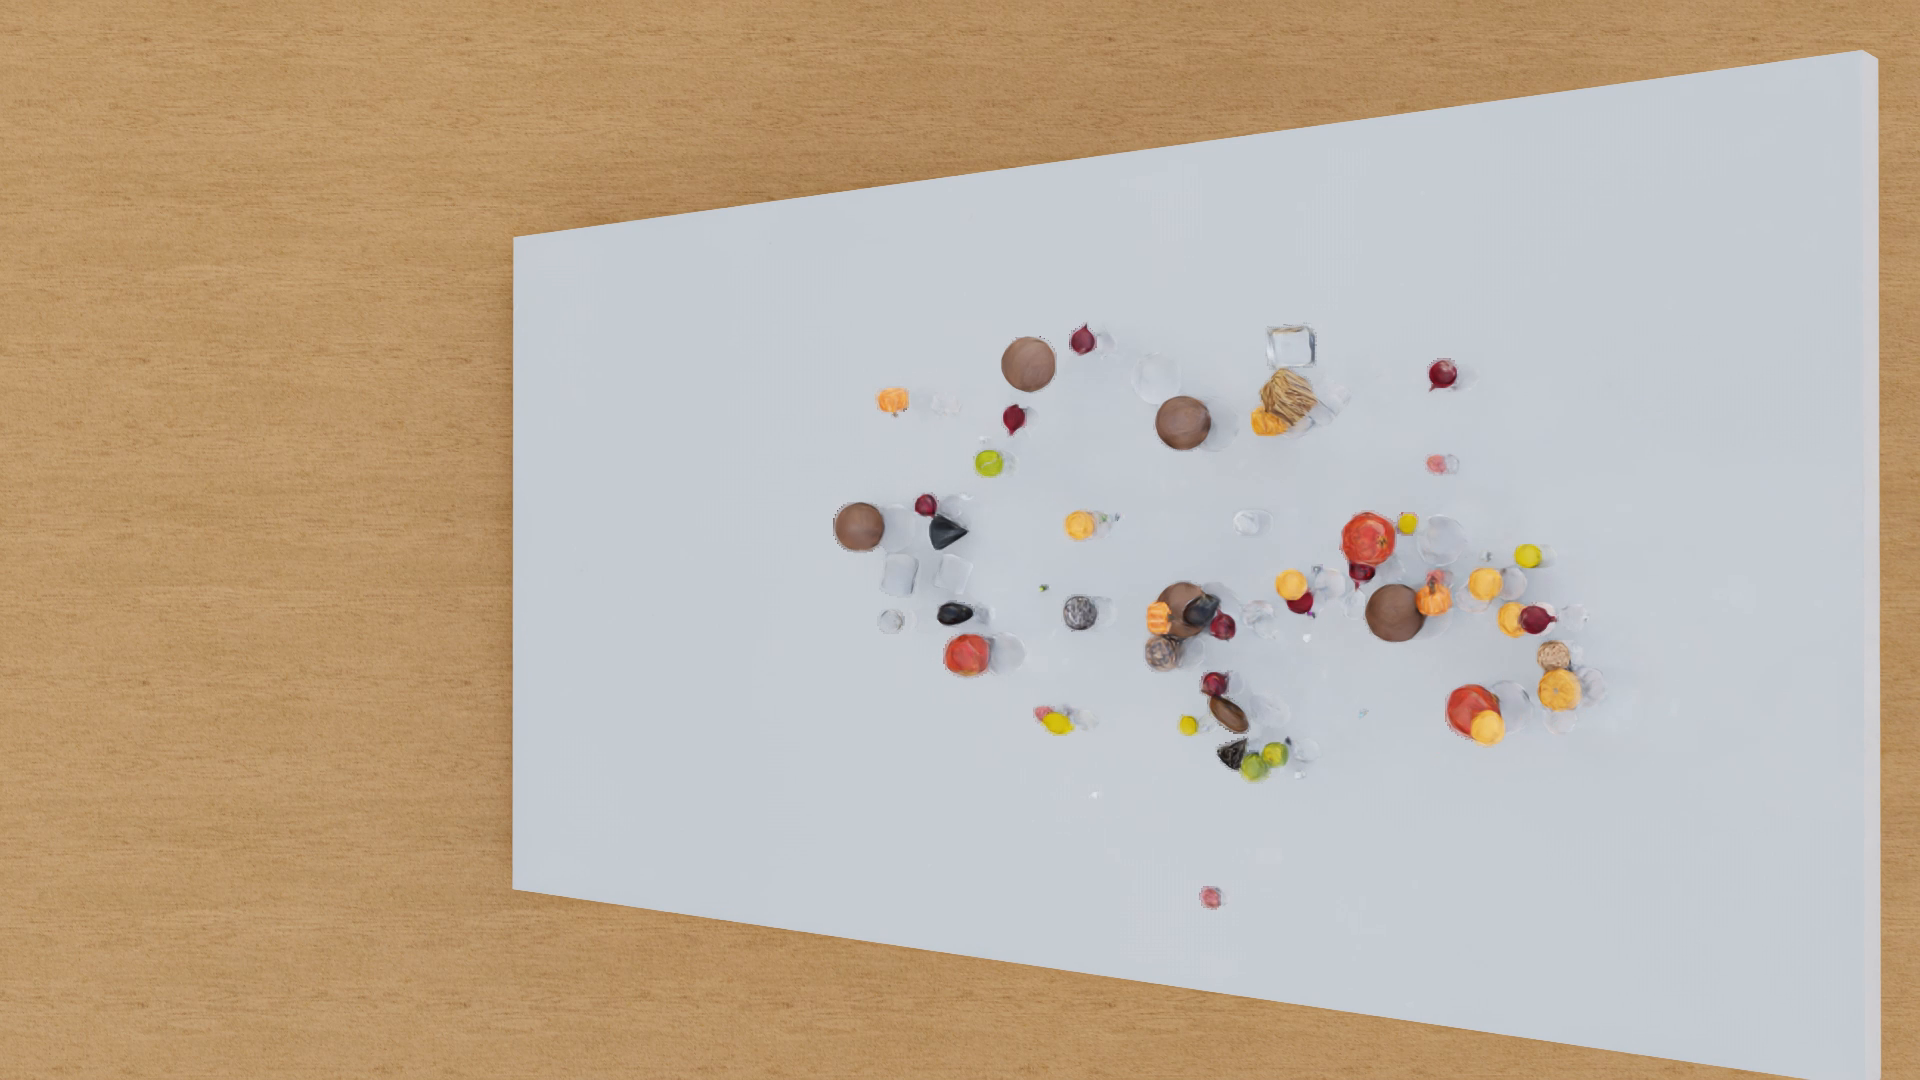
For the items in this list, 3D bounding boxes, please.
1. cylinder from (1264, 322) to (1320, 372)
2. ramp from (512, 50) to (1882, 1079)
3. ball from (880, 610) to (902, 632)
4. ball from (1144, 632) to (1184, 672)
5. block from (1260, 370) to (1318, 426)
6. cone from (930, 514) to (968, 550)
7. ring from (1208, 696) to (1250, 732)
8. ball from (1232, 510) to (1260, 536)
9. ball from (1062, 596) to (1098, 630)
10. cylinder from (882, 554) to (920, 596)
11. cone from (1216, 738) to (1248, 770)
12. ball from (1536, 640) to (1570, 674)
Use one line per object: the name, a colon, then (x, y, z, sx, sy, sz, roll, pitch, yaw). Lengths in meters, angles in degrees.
cylinder: (0.726, -0.423, 4.821, 0.088, 0.088, 0.088, -17, 90, -21)
ramp: (0.217, 0.062, 5.532, 4.000, 0.100, 2.000, 0, 90, 39)
ball: (-0.181, 0.212, 5.748, 0.060, 0.060, 0.060, 0, 90, 0)
ball: (0.482, 0.265, 5.192, 0.094, 0.094, 0.094, 0, 90, 0)
block: (0.737, -0.322, 4.941, 0.080, 0.080, 0.080, 24, 120, -29)
cone: (-0.014, -0.020, 5.596, 0.093, 0.093, 0.093, 0, 90, 35)
ring: (0.615, 0.398, 5.031, 0.109, 0.109, 0.036, 32, 111, 0)
ball: (0.661, -0.038, 5.071, 0.062, 0.062, 0.062, 0, 90, 0)
ball: (0.291, 0.179, 5.352, 0.085, 0.085, 0.085, 0, 90, 0)
cylinder: (-0.153, 0.088, 5.627, 0.082, 0.082, 0.082, 14, 108, 0)
cone: (0.642, 0.483, 5.081, 0.070, 0.070, 0.070, 39, 111, 0)
ball: (1.241, 0.245, 4.597, 0.069, 0.069, 0.069, 0, 90, 0)
